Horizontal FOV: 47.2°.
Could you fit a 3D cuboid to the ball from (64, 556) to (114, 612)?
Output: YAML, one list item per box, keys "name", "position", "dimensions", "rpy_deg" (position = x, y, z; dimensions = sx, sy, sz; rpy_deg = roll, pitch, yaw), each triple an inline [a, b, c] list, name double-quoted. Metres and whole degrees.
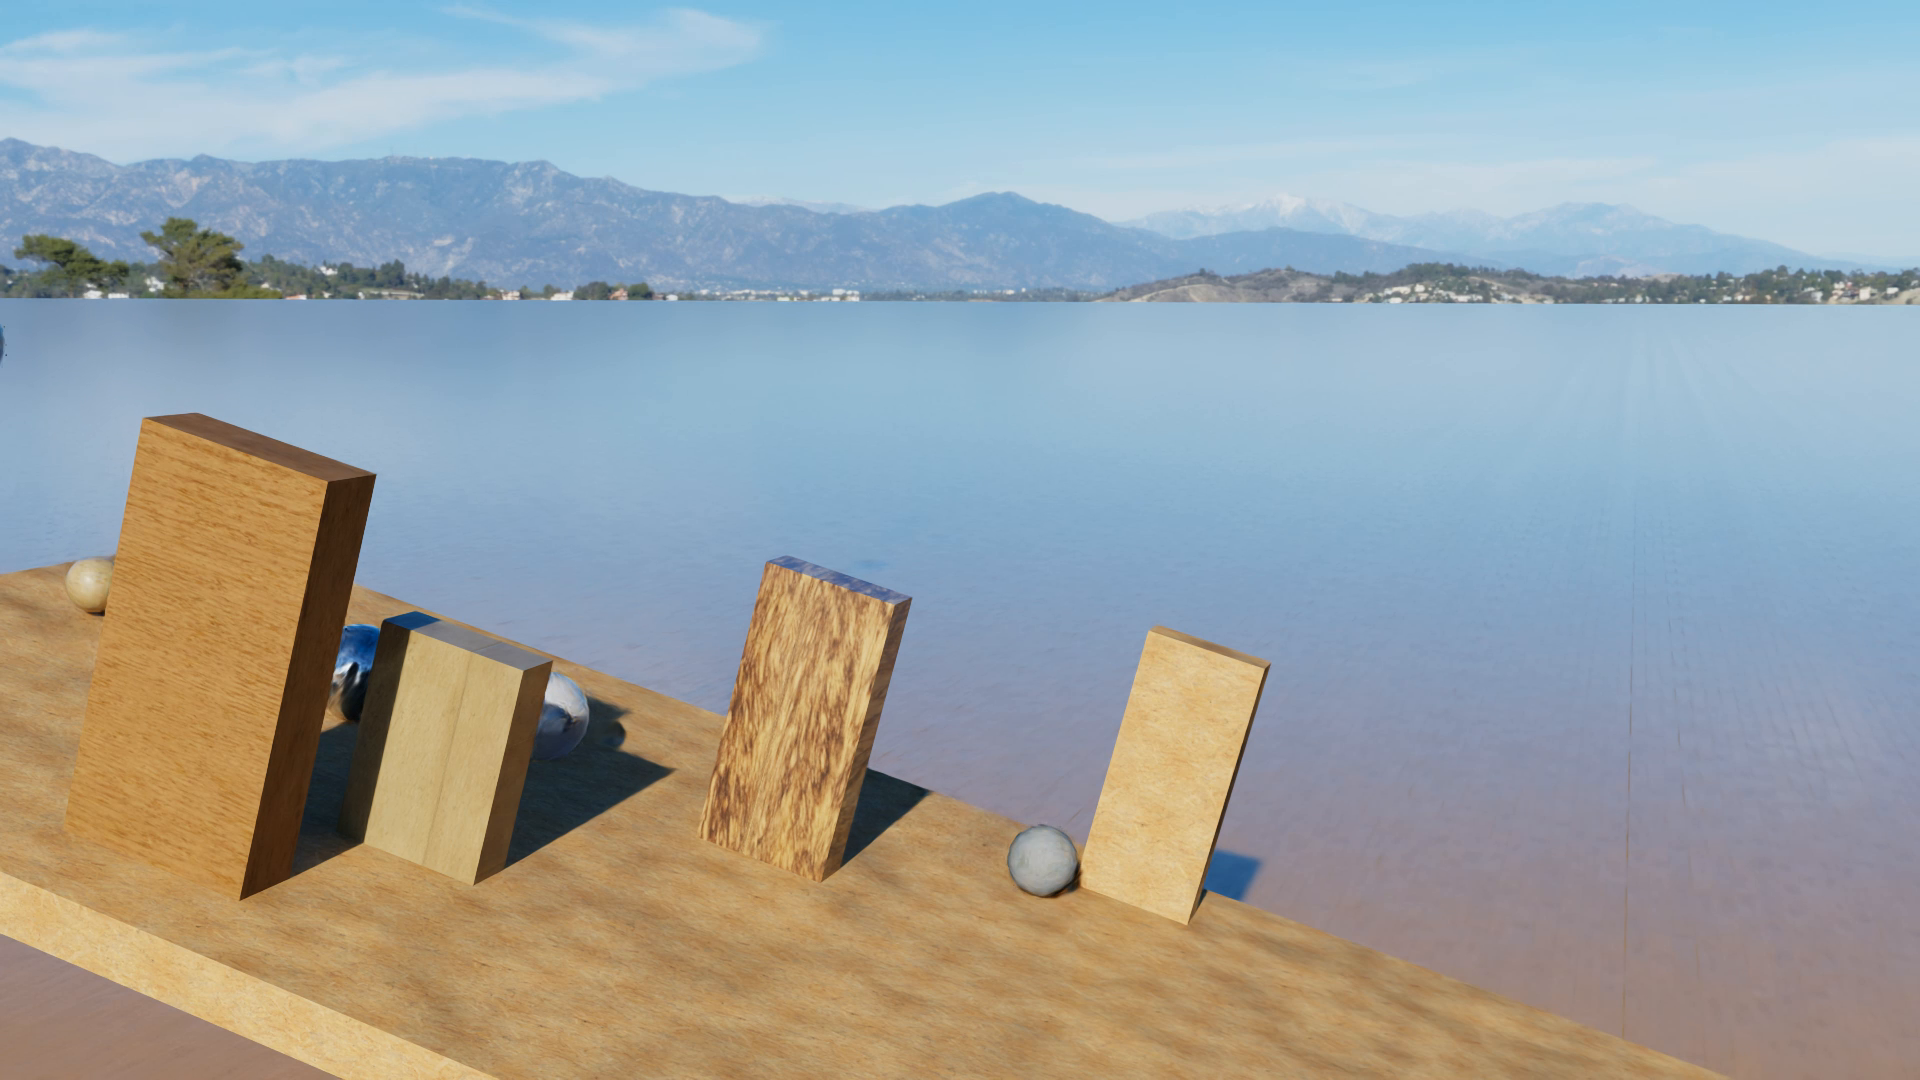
- name: "ball"
  position: [-1.890, 0.096, 4.807]
  dimensions: [0.124, 0.124, 0.124]
  rpy_deg: [0, 7, 0]

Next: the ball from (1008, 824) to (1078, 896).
- name: "ball"
  position: [0.175, 0.681, 4.674]
  dimensions: [0.150, 0.150, 0.150]
  rpy_deg: [0, 7, 0]

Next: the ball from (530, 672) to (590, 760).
- name: "ball"
  position: [-0.884, 0.373, 4.669]
  dimensions: [0.190, 0.190, 0.190]
  rpy_deg: [0, 7, 0]

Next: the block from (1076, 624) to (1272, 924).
- name: "block"
  position: [0.460, 0.507, 4.764]
  dimensions: [0.260, 0.590, 0.089]
  rpy_deg: [18, 12, 14]

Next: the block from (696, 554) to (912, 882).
- name: "block"
  position: [-0.316, 0.360, 4.445]
  dimensions: [0.280, 0.594, 0.111]
  rpy_deg: [18, 12, 14]

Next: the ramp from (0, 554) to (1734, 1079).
- name: "ramp"
  position: [-0.381, 0.750, 4.242]
  dimensions: [4.000, 0.100, 2.000]
  rpy_deg: [18, 12, 14]

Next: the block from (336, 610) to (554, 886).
- name: "block"
  position: [-0.939, 0.376, 4.003]
  dimensions: [0.290, 0.413, 0.113]
  rpy_deg: [18, 12, 14]

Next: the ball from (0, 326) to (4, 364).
- name: "ball"
  position: [-1.953, -0.380, 4.246]
  dimensions: [0.200, 0.200, 0.200]
  rpy_deg: [0, 7, 0]

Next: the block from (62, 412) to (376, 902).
- name: "block"
  position: [-1.244, 0.191, 3.684]
  dimensions: [0.357, 0.730, 0.142]
  rpy_deg: [18, 12, 14]

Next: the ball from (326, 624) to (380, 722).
- name: "ball"
  position: [-1.258, 0.277, 4.605]
  dimensions: [0.204, 0.204, 0.204]
  rpy_deg: [0, 7, 0]
